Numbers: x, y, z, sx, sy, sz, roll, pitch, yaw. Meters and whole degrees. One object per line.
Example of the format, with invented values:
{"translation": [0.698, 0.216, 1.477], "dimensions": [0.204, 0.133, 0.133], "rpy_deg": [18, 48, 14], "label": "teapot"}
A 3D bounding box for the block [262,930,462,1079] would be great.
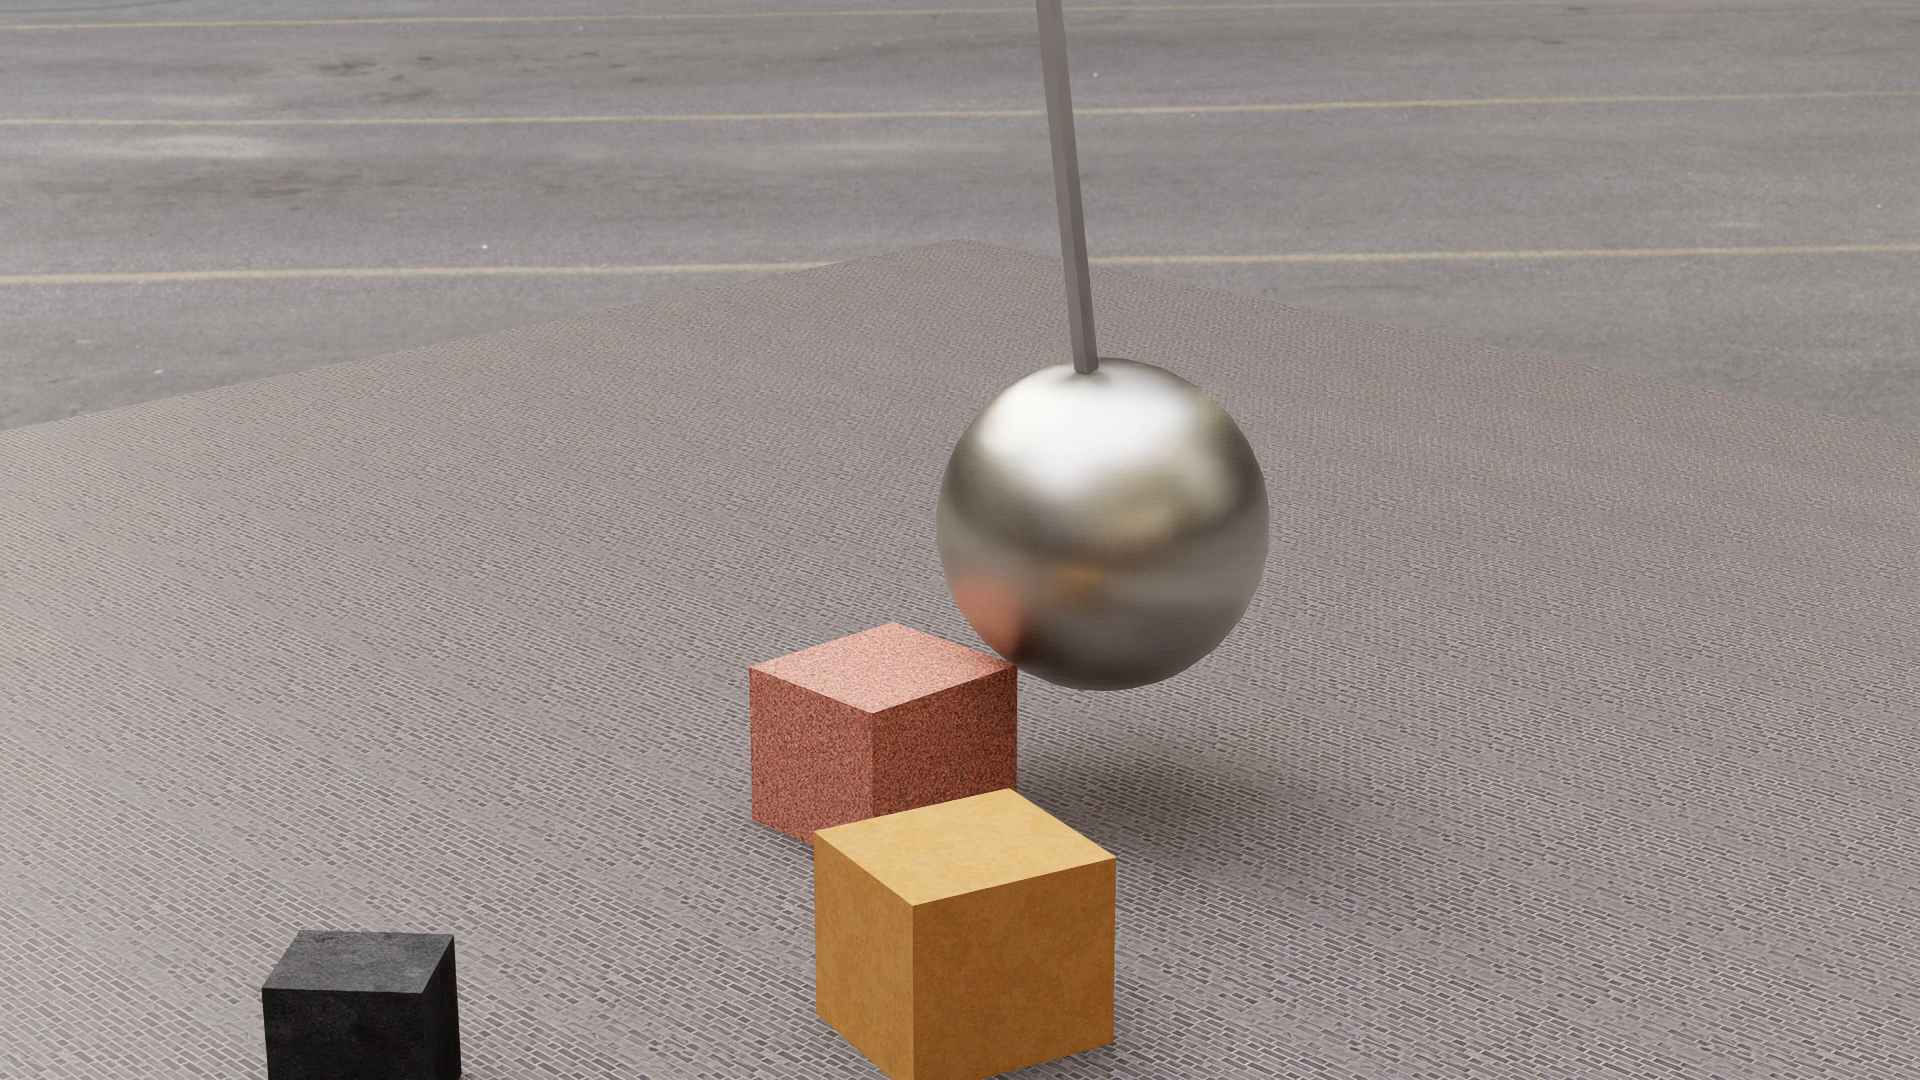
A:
{"translation": [-2.297, 1.896, 11.306], "dimensions": [0.611, 0.603, 0.514], "rpy_deg": [1, 17, 4], "label": "block"}

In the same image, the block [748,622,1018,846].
{"translation": [-0.363, 0.966, 13.969], "dimensions": [0.930, 0.780, 0.863], "rpy_deg": [-16, 24, -41], "label": "block"}

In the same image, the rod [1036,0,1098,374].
{"translation": [0.296, -3.159, 12.659], "dimensions": [0.080, 5.200, 0.080], "rpy_deg": [17, 33, 42], "label": "rod"}

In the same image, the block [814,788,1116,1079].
{"translation": [0.013, 1.608, 11.867], "dimensions": [0.922, 0.817, 0.830], "rpy_deg": [-10, 20, -28], "label": "block"}

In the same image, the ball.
{"translation": [0.683, -0.074, 14.034], "dimensions": [1.600, 1.600, 1.600], "rpy_deg": [0, 17, 0], "label": "ball"}
